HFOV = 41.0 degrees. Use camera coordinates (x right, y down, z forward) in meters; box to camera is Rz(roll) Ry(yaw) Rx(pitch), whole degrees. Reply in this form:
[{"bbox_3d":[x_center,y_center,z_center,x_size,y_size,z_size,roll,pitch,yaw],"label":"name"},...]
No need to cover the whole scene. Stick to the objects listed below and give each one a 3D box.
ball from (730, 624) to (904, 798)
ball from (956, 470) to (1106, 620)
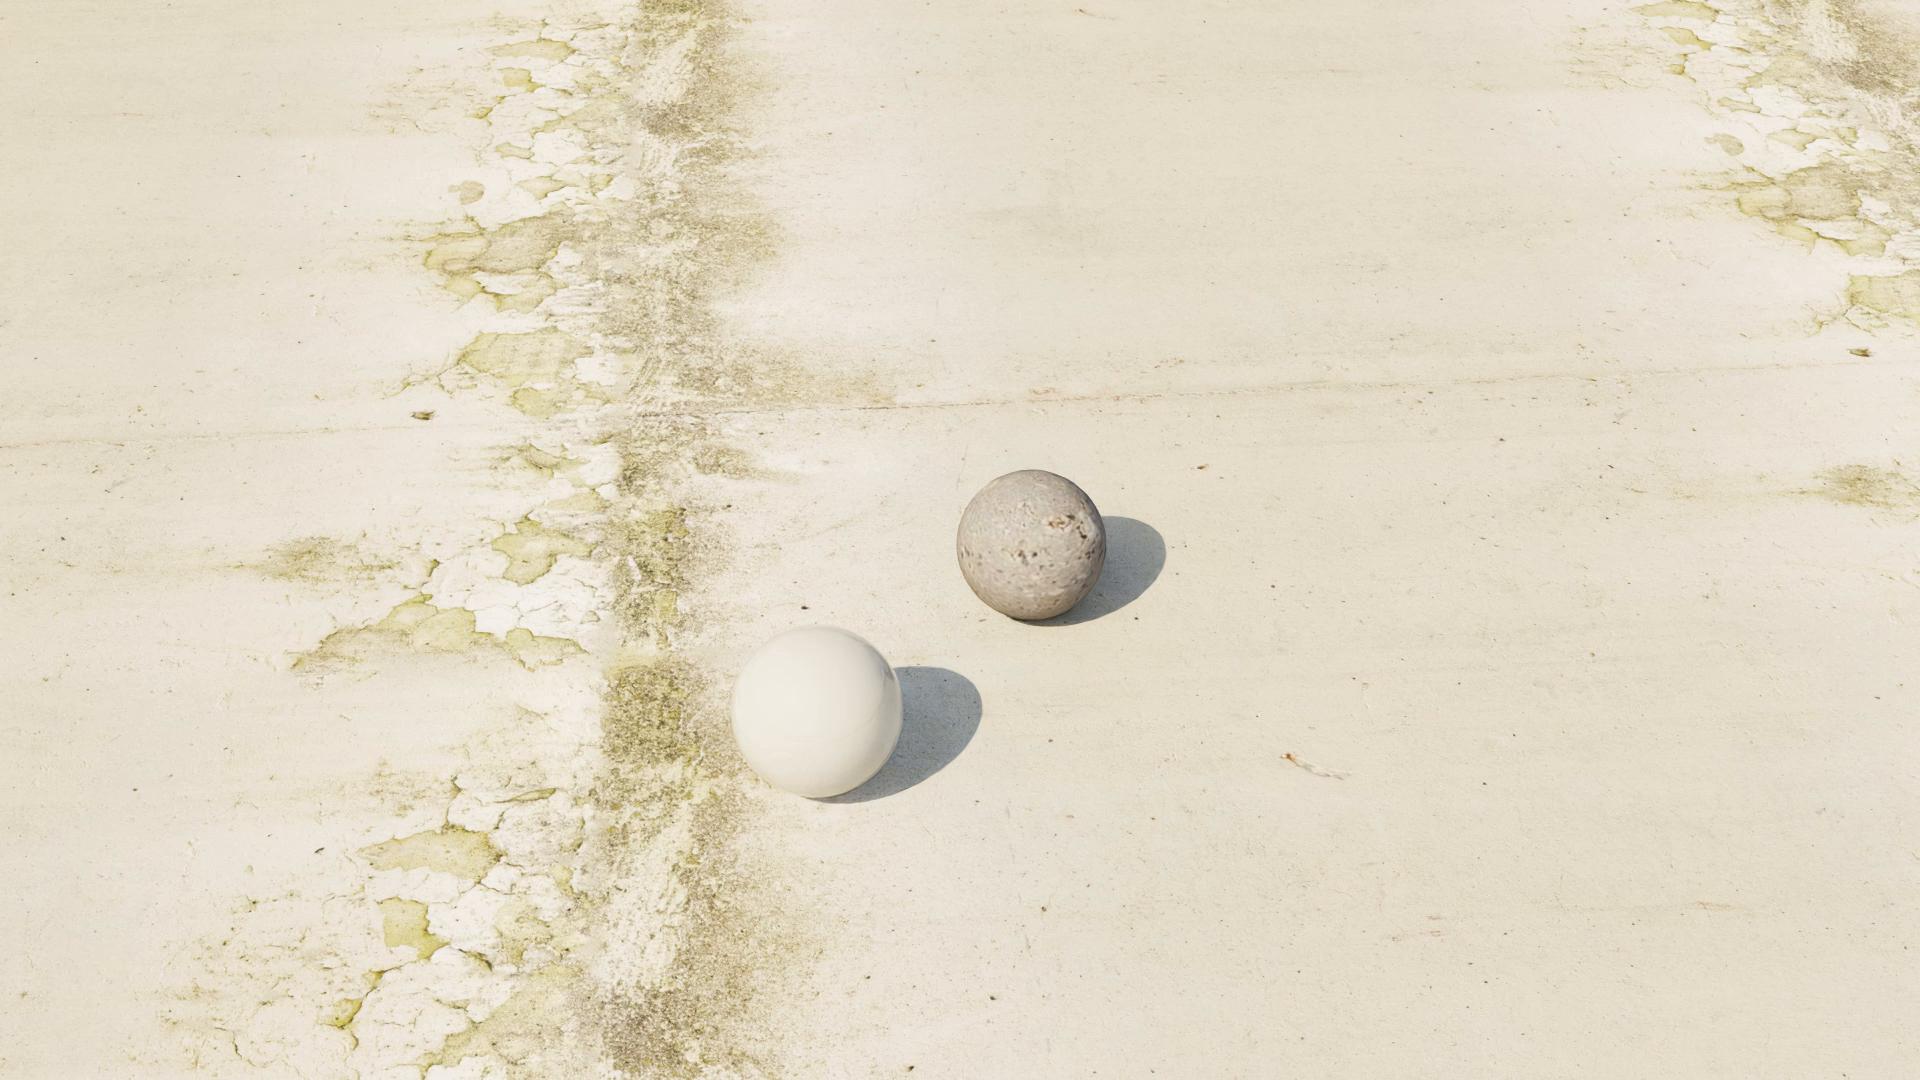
[{"bbox_3d":[-0.079,0.094,1.414,0.096,0.096,0.096,0,36,0],"label":"ball"},{"bbox_3d":[0.043,0.003,1.543,0.091,0.091,0.091,0,36,0],"label":"ball"}]
